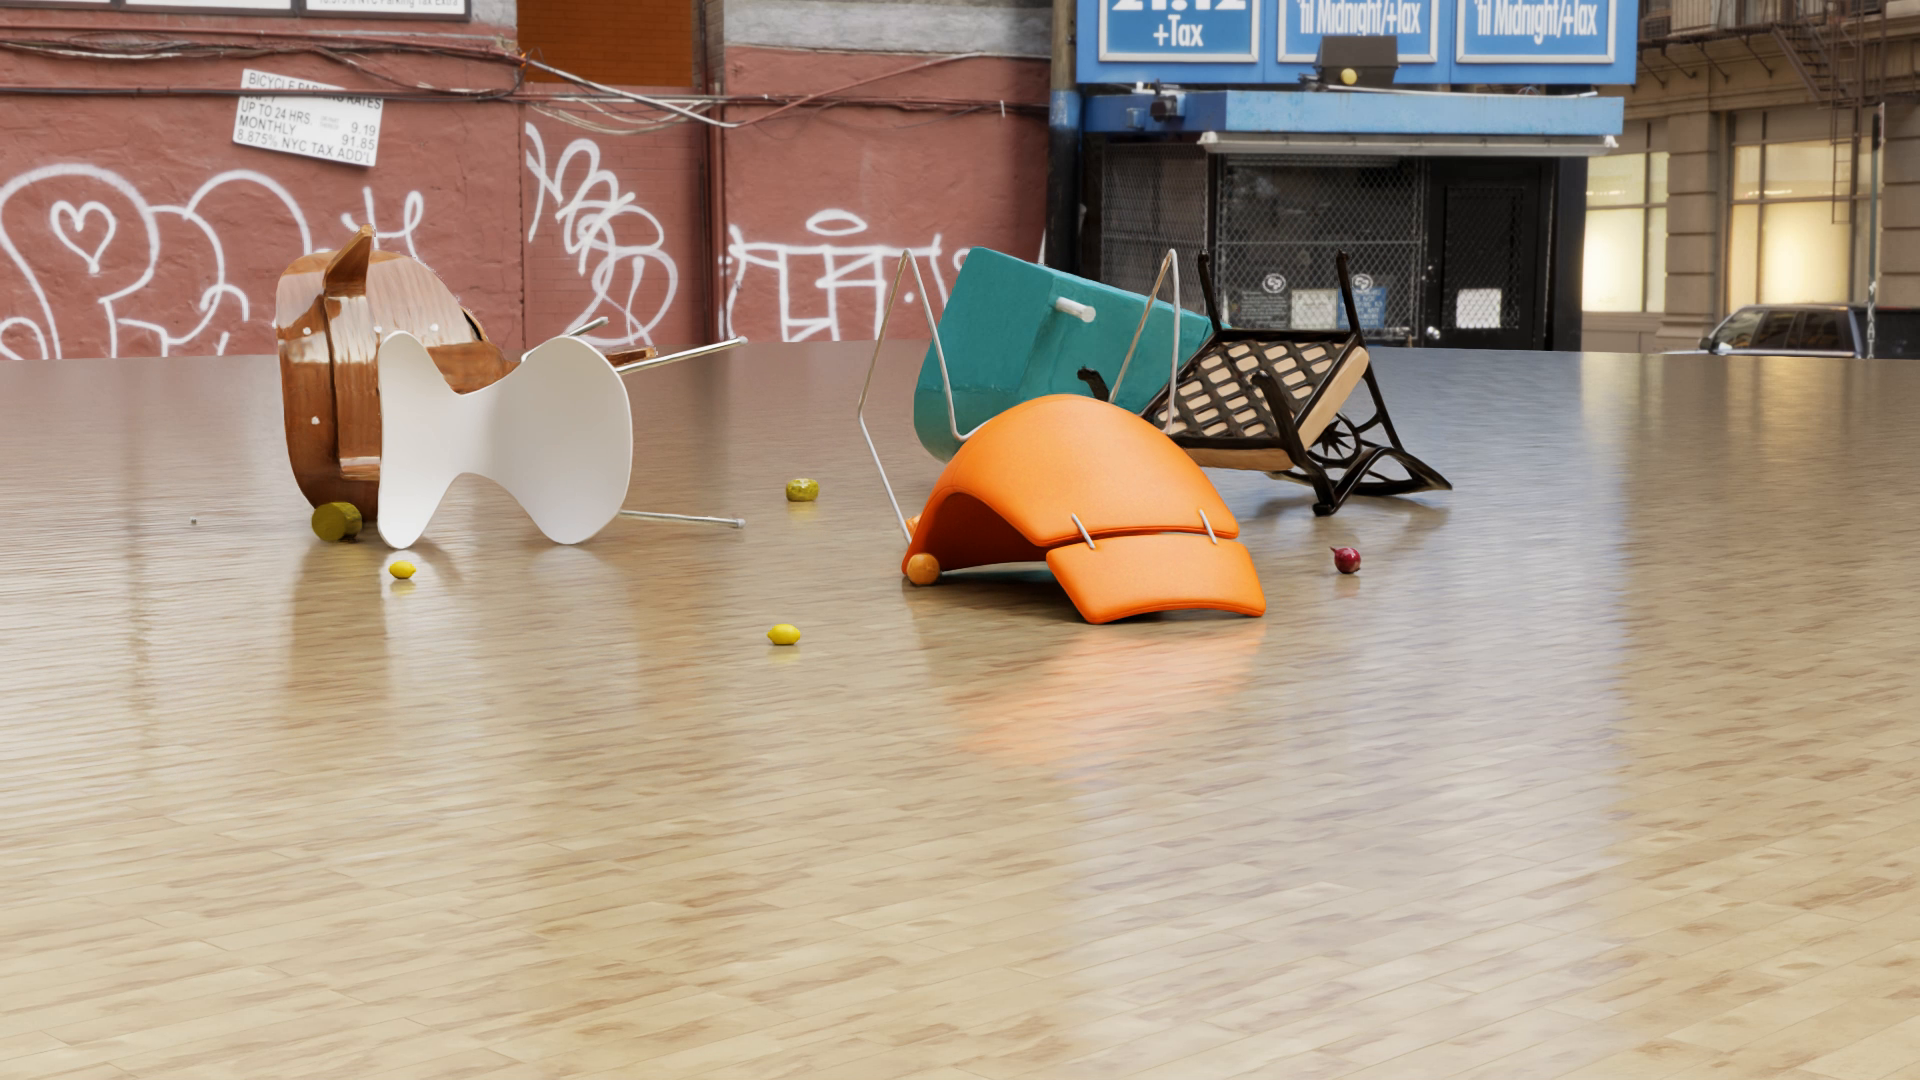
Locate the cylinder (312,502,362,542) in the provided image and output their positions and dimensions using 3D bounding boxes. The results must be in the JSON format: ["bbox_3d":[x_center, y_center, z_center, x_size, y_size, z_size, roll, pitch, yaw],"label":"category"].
[{"bbox_3d":[-1.552,-0.045,6.389,0.105,0.094,0.065,9,9,21],"label":"cylinder"}]

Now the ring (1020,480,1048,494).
[{"bbox_3d":[0.226,-0.161,7.769,0.087,0.042,0.080,2,6,19],"label":"ring"}]

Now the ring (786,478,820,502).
[{"bbox_3d":[-0.463,-0.145,7.537,0.085,0.058,0.125,11,14,31],"label":"ring"}]
